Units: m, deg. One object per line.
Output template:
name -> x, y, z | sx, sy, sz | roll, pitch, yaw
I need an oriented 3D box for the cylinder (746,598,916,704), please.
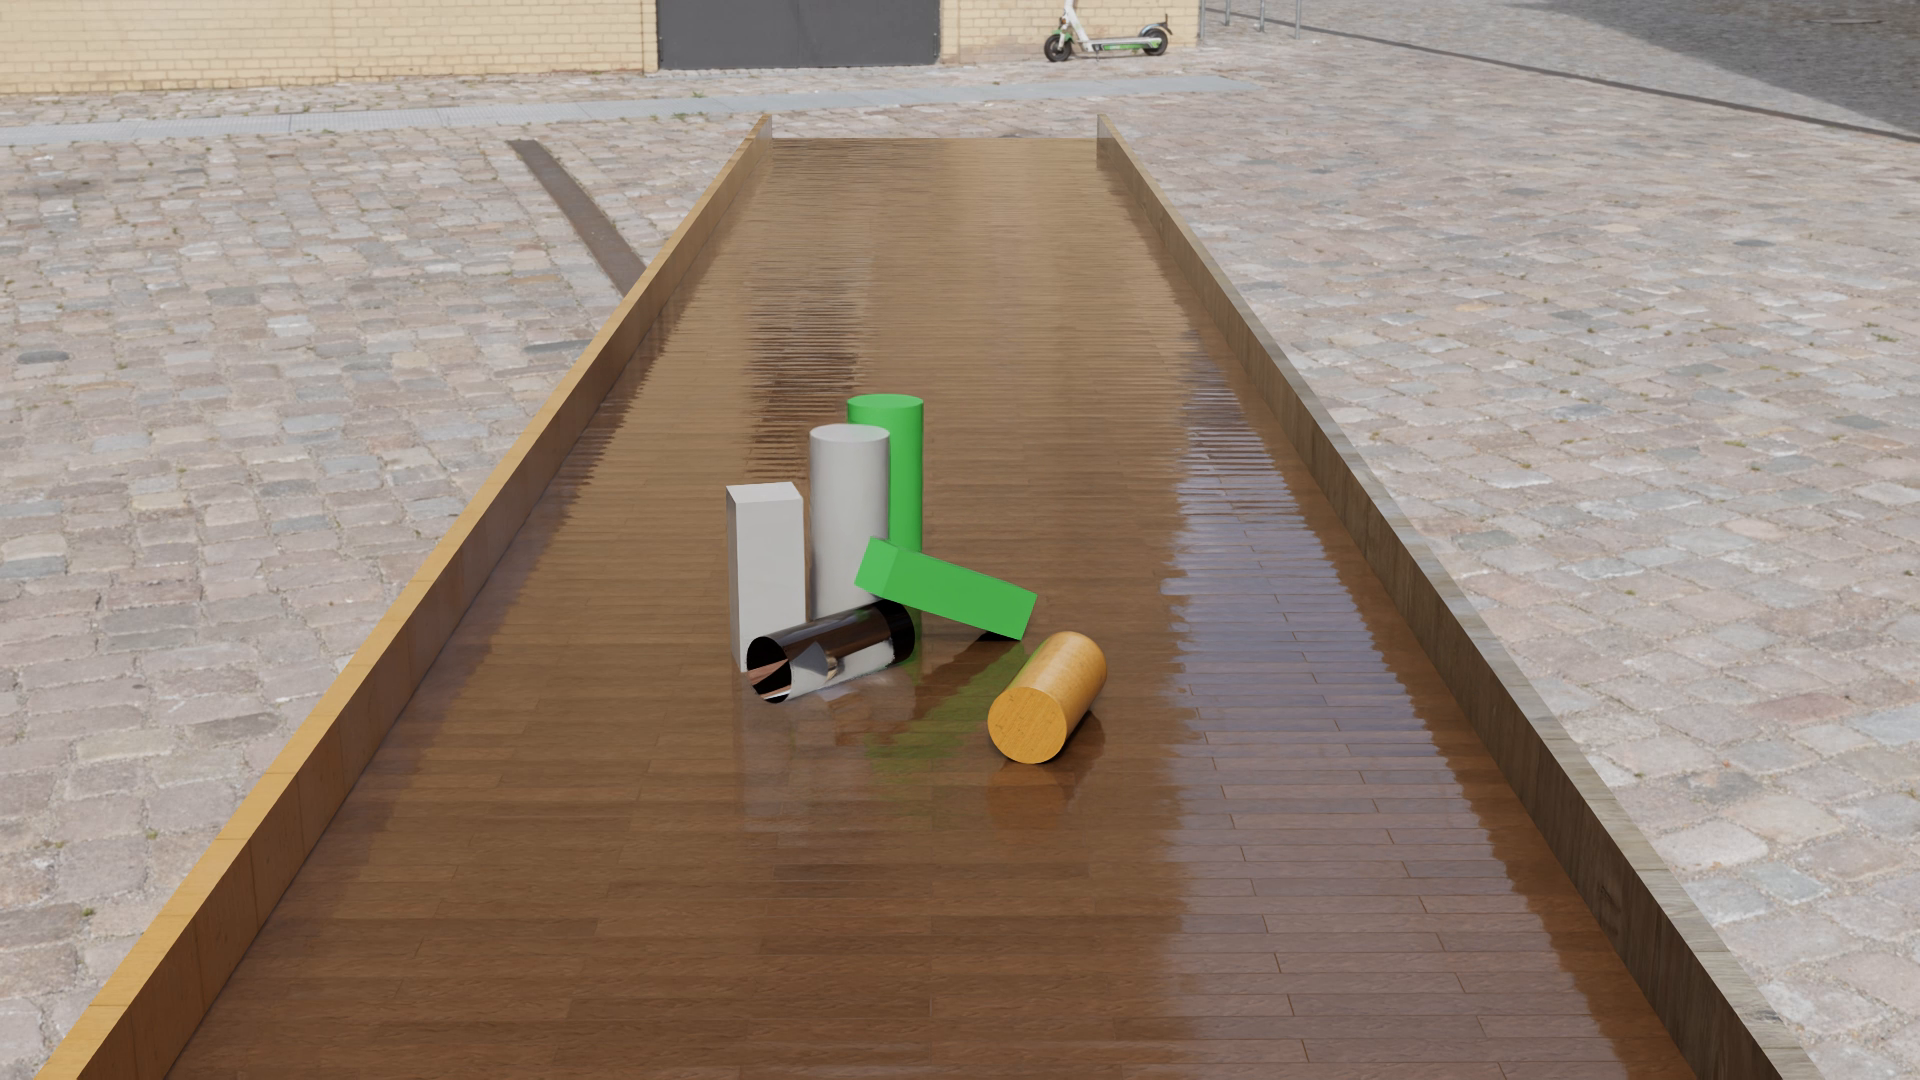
cylinder -> -0.249, 0.213, 4.280 | 0.131, 0.131, 0.325 | 15, 23, 42

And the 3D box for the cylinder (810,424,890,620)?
cylinder -> -0.233, -0.030, 4.620 | 0.166, 0.401, 0.166 | 1, 16, 0

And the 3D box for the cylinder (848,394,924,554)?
cylinder -> -0.162, -0.089, 4.763 | 0.162, 0.430, 0.162 | 1, 15, 0

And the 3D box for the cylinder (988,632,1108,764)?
cylinder -> 0.163, 0.284, 4.019 | 0.144, 0.144, 0.314 | 5, 17, 16

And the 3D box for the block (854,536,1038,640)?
block -> -0.026, 0.100, 4.453 | 0.374, 0.101, 0.101 | 19, 2, -38

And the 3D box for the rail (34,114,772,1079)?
rail -> -1.118, -0.838, 7.780 | 0.050, 0.150, 12.000 | 0, 17, -1

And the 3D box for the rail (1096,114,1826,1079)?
rail -> 0.932, -0.844, 7.801 | 0.050, 0.150, 12.000 | 0, 17, -1

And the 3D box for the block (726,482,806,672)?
block -> -0.385, 0.072, 4.375 | 0.132, 0.347, 0.132 | -4, 17, -14
